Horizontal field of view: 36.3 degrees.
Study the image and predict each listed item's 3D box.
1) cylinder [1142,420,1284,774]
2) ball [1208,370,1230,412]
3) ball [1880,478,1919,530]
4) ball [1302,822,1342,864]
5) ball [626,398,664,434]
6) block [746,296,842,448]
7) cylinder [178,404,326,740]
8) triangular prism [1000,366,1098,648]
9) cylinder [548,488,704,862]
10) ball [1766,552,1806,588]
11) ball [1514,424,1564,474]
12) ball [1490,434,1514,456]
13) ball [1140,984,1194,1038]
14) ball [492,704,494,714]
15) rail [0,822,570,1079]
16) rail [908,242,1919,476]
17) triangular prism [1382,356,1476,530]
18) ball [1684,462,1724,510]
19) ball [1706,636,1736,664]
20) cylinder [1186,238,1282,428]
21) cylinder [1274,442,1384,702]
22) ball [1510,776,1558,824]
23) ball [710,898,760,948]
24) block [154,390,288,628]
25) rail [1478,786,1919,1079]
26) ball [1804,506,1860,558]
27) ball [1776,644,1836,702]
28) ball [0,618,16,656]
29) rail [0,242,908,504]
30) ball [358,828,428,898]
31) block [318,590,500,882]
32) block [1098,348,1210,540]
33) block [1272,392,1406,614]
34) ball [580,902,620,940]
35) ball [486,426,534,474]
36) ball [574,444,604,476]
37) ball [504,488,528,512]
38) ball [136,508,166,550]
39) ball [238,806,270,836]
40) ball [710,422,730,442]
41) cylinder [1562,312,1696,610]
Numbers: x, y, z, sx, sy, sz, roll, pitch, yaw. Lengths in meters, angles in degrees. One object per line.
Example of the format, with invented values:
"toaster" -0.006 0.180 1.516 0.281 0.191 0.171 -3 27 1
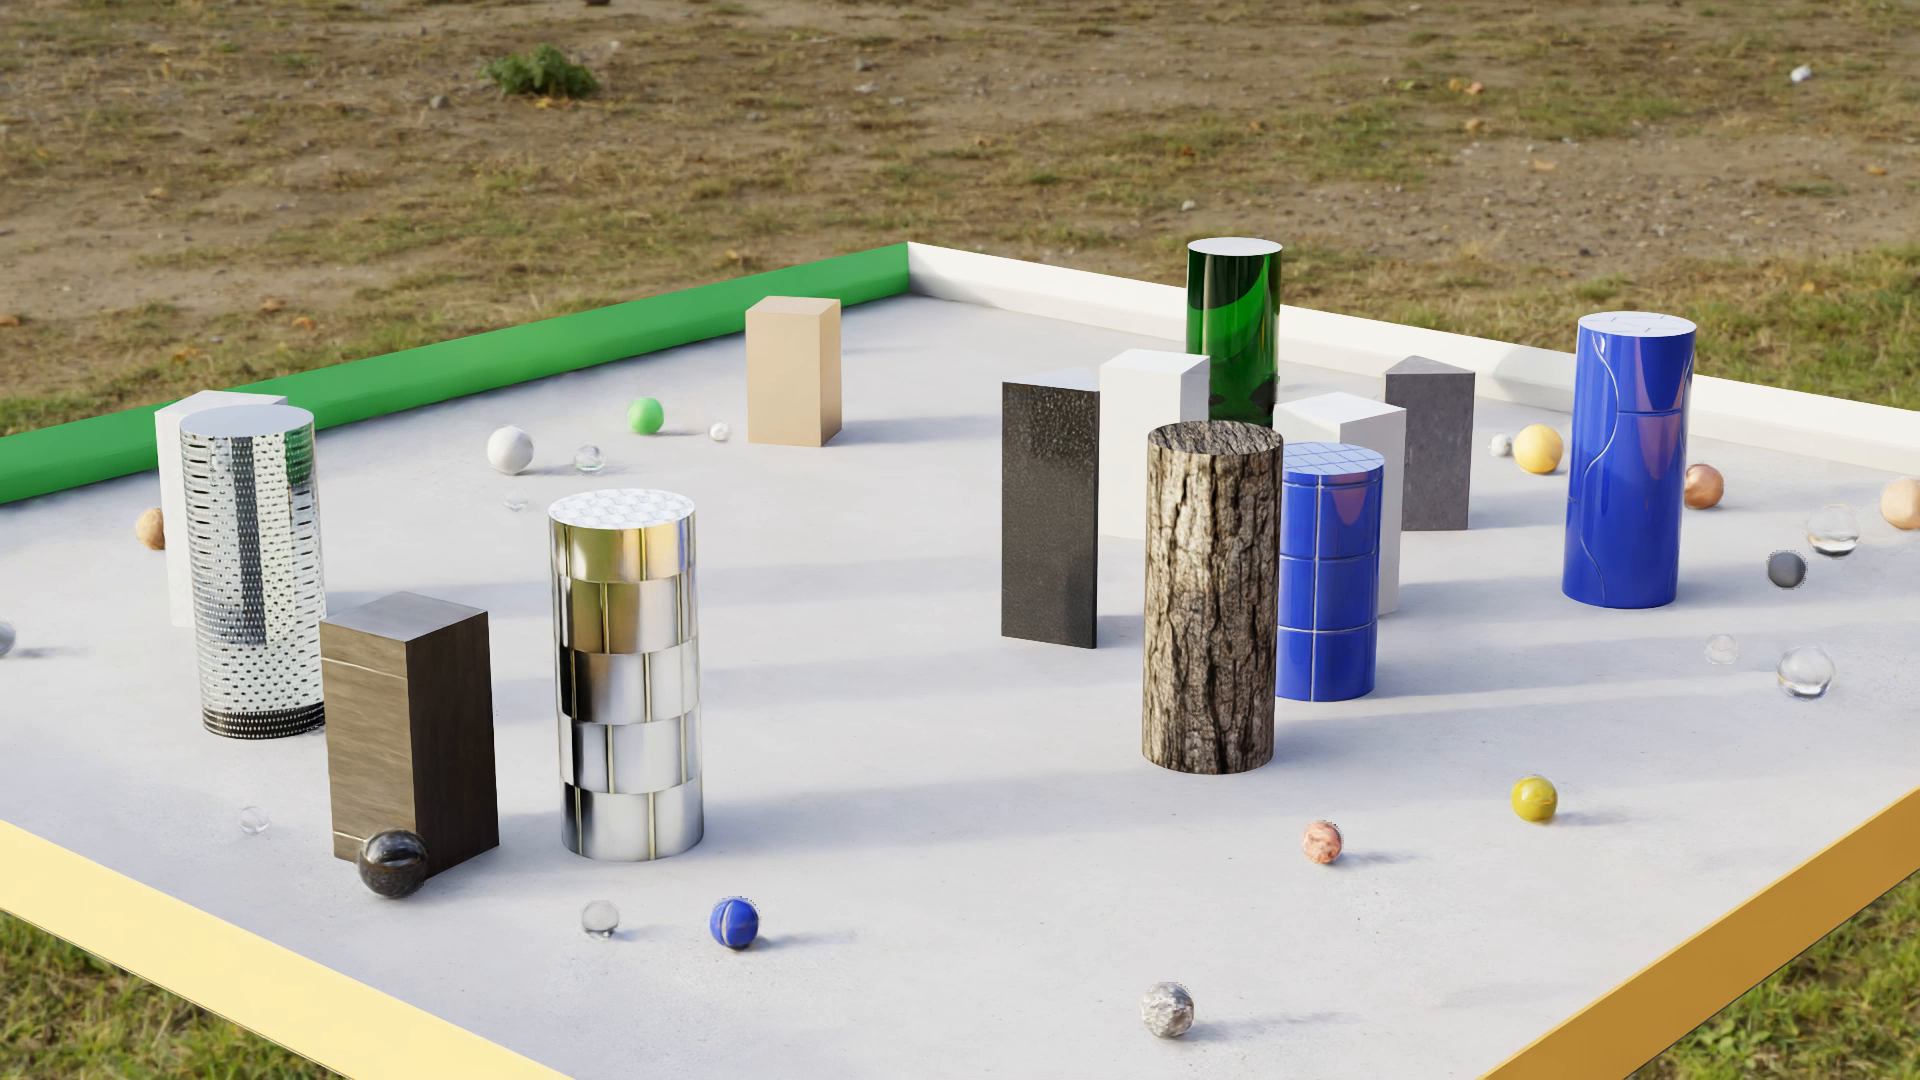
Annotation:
"cylinder" 0.371 0.084 4.332 0.198 0.487 0.198 0 17 0
"ball" 0.543 -0.322 6.367 0.090 0.090 0.090 0 17 0
"ball" 1.780 -0.067 5.508 0.097 0.097 0.097 0 17 0
"ball" 0.492 0.412 3.988 0.055 0.055 0.055 0 17 0
"ball" -0.663 -0.262 6.186 0.079 0.079 0.079 0 17 0
"block" -0.347 -0.354 6.140 0.158 0.281 0.158 4 17 13
"cylinder" -1.071 0.047 4.472 0.198 0.475 0.198 0 17 0
"triangular prism" 0.176 -0.060 4.889 0.171 0.439 0.148 8 18 24
"cylinder" -0.456 0.184 4.021 0.198 0.474 0.198 0 17 0
"ball" 1.456 0.052 5.165 0.065 0.065 0.065 0 17 0
"ball" 1.162 -0.182 5.887 0.099 0.099 0.099 0 17 0
"ball" 1.113 -0.195 6.018 0.047 0.047 0.047 0 17 0
"ball" 0.246 0.560 3.483 0.065 0.065 0.065 0 17 0
"ball" -0.742 0.263 4.464 0.066 0.066 0.066 0 17 0
"rail" -1.194 0.429 3.803 3.562 0.128 0.045 14 22 39
"rail" 1.194 -0.365 6.436 3.562 0.128 0.045 14 22 39
"triangular prism" 0.865 -0.185 5.539 0.171 0.304 0.148 -1 17 -3
"ball" 1.425 -0.103 5.640 0.090 0.090 0.090 0 17 0
"ball" 1.241 0.179 4.779 0.046 0.046 0.046 0 17 0
"cylinder" 0.575 -0.426 6.185 0.198 0.393 0.198 0 17 0
"cylinder" 0.566 0.049 4.645 0.198 0.371 0.198 0 17 0
"ball" 0.809 0.365 4.126 0.066 0.066 0.066 0 17 0
"ball" -0.287 0.487 3.725 0.064 0.064 0.064 0 17 0
"block" -1.238 -0.049 4.968 0.158 0.373 0.158 5 17 16
"rail" 1.327 0.365 4.017 0.045 0.128 3.689 14 22 39
"ball" 1.587 -0.015 5.331 0.098 0.098 0.098 0 17 0
"ball" 1.329 0.209 4.605 0.089 0.089 0.089 0 17 0
"ball" -1.582 0.160 4.817 0.061 0.061 0.061 0 17 0
"rail" -1.327 -0.300 6.223 0.045 0.128 3.689 14 22 39
"ball" -0.750 0.426 3.877 0.093 0.093 0.093 0 17 0
"block" -0.746 0.265 3.984 0.158 0.341 0.158 11 20 32
"block" 0.362 -0.177 5.482 0.158 0.323 0.158 7 18 23
"block" 0.643 -0.054 5.014 0.158 0.357 0.158 -13 21 -36
"ball" -0.461 0.487 3.751 0.049 0.049 0.049 0 17 0
"ball" -0.903 -0.181 5.889 0.094 0.094 0.094 0 17 0
"ball" -0.743 -0.161 5.881 0.061 0.061 0.061 0 17 0
"ball" -0.853 -0.078 5.632 0.046 0.046 0.046 0 17 0
"ball" -1.476 -0.021 5.391 0.076 0.076 0.076 0 17 0
"ball" -0.984 0.391 4.085 0.041 0.041 0.041 0 17 0
"ball" -0.503 -0.225 6.127 0.041 0.041 0.041 0 17 0
"cylinder" 1.157 -0.139 5.080 0.198 0.481 0.198 0 17 0
